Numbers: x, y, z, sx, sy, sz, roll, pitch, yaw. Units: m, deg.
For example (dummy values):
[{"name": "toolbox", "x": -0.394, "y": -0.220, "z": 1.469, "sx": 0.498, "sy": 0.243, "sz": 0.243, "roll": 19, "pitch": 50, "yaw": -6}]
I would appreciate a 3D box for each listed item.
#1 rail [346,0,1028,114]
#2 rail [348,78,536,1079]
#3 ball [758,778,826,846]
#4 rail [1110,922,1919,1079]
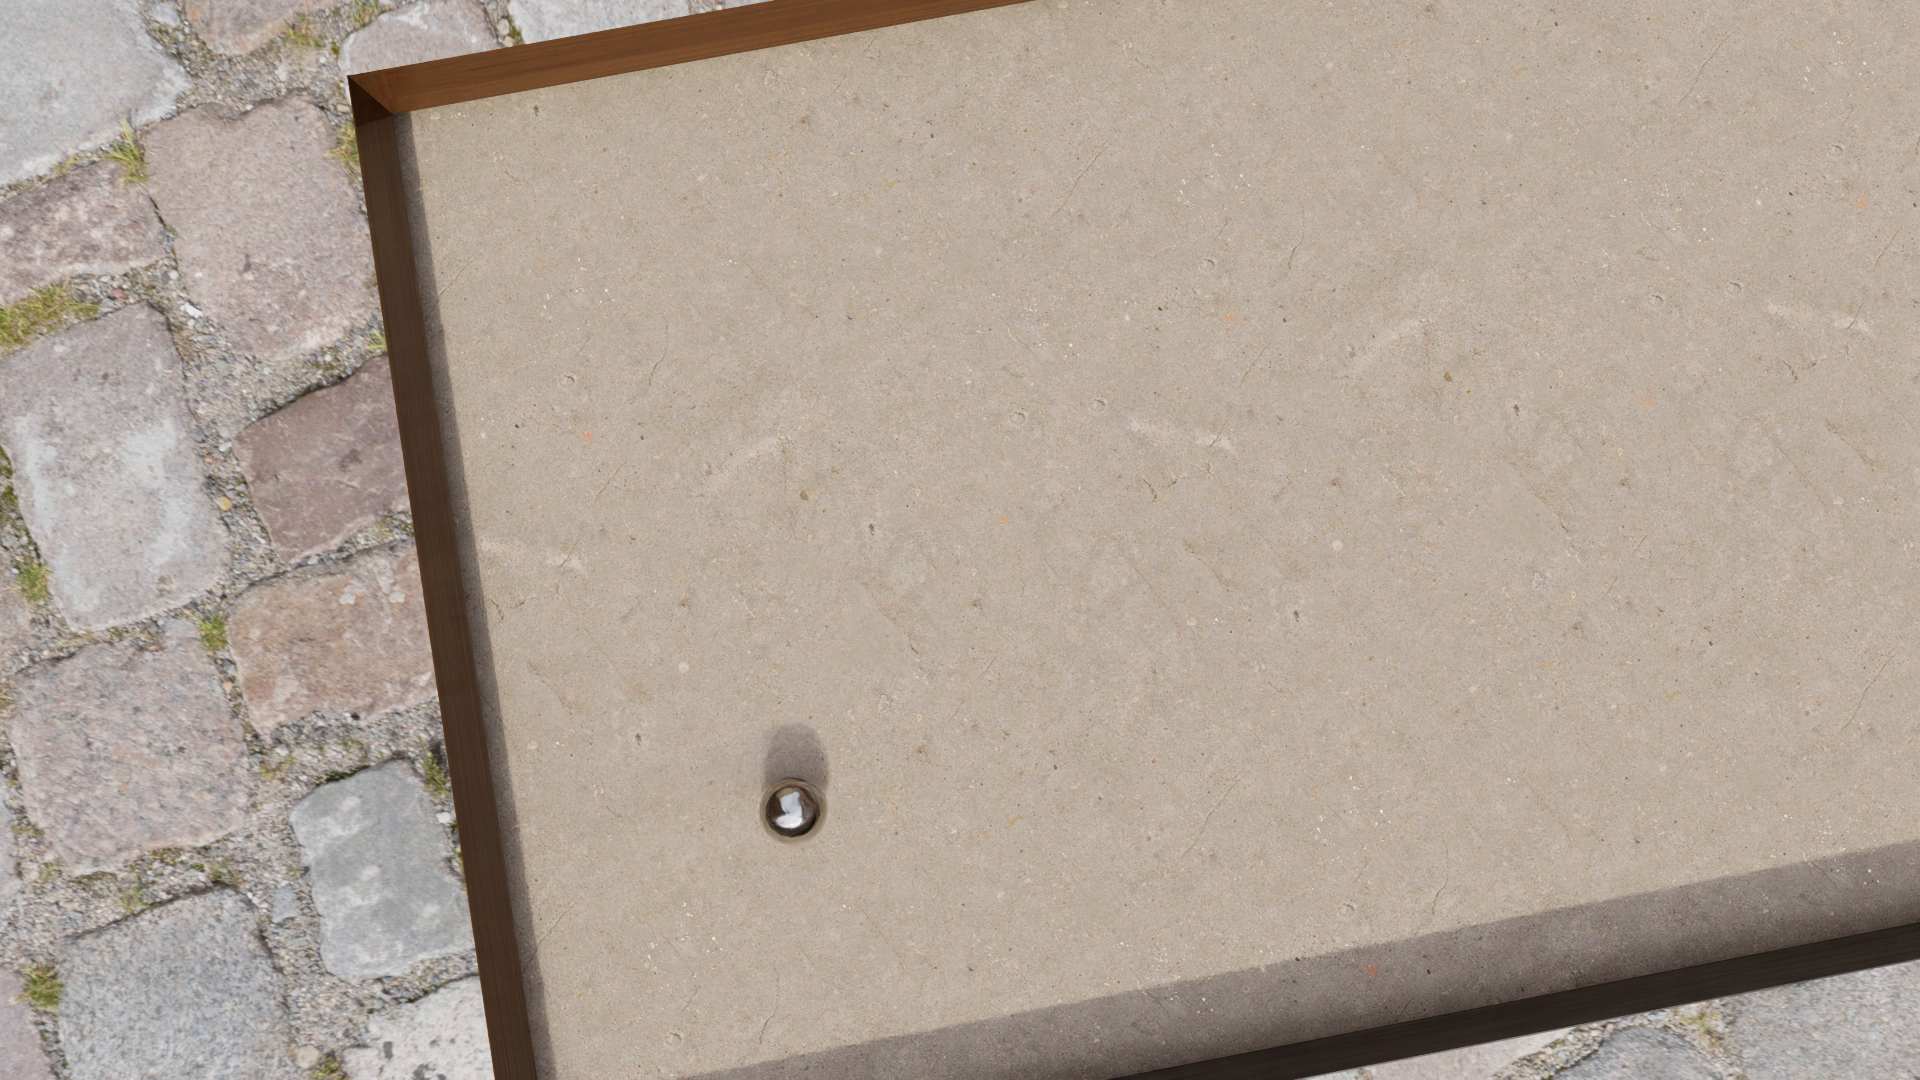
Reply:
[{"name": "rail", "x": 0.613, "y": -0.951, "z": 3.423, "sx": 3.122, "sy": 0.127, "sz": 0.045, "roll": -10, "pitch": 80, "yaw": -2}, {"name": "rail", "x": -0.744, "y": 0.132, "z": 3.231, "sx": 0.045, "sy": 0.127, "sz": 1.708, "roll": -10, "pitch": 80, "yaw": -2}, {"name": "ball", "x": -0.244, "y": 0.395, "z": 3.200, "sx": 0.098, "sy": 0.098, "sz": 0.098, "roll": 0, "pitch": 80, "yaw": 0}, {"name": "rail", "x": 0.920, "y": 0.656, "z": 3.138, "sx": 3.122, "sy": 0.127, "sz": 0.045, "roll": -10, "pitch": 80, "yaw": -2}]
